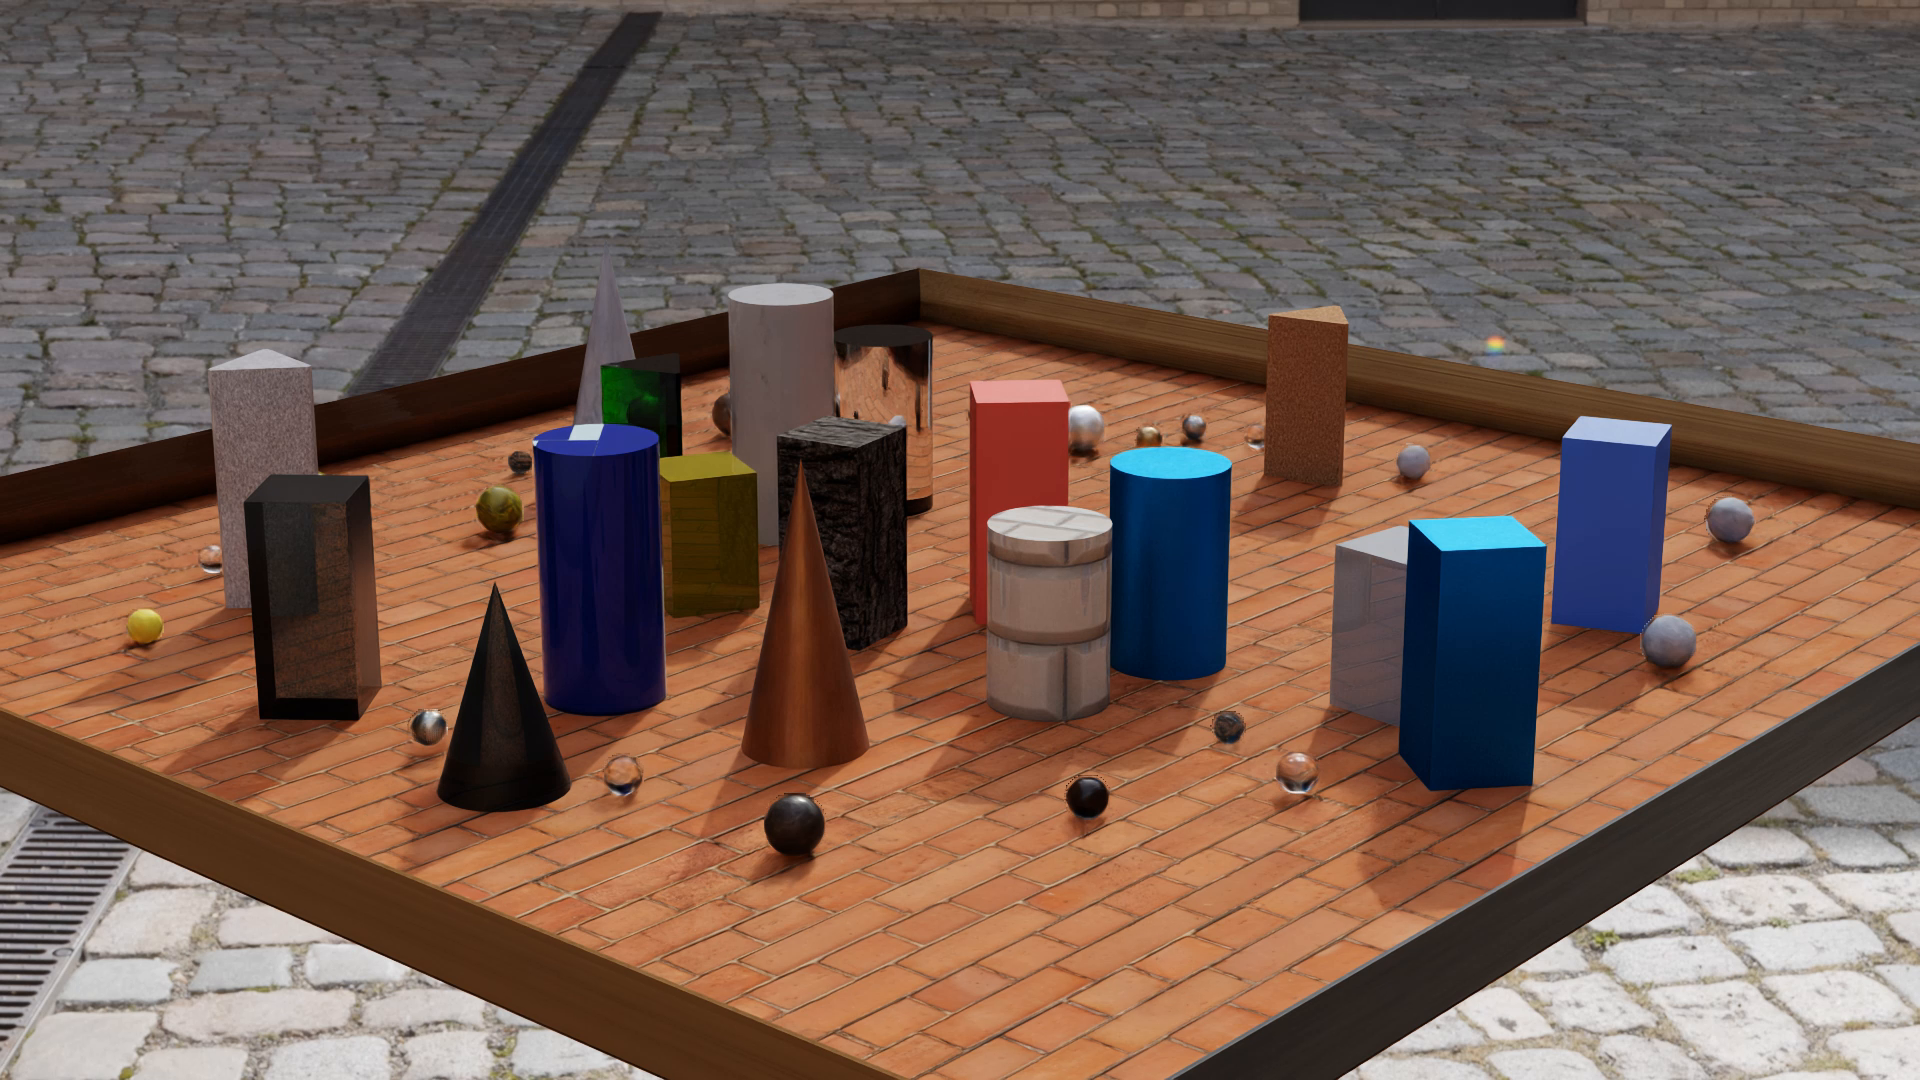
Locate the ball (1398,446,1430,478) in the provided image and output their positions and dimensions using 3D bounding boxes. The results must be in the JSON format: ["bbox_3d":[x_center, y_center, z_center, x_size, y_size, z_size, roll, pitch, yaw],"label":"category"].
[{"bbox_3d":[0.905,-0.156,5.846,0.067,0.067,0.067,0,17,0],"label":"ball"}]

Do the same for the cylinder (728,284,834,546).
[{"bbox_3d":[-0.329,-0.234,5.439,0.194,0.452,0.194,0,17,0],"label":"cylinder"}]

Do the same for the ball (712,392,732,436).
[{"bbox_3d":[-0.474,-0.265,6.162,0.094,0.094,0.094,0,17,0],"label":"ball"}]

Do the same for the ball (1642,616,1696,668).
[{"bbox_3d":[1.150,0.165,4.751,0.085,0.085,0.085,0,17,0],"label":"ball"}]

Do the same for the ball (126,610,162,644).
[{"bbox_3d":[-1.354,0.143,4.871,0.057,0.057,0.057,0,17,0],"label":"ball"}]

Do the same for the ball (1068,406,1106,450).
[{"bbox_3d":[0.253,-0.231,6.049,0.094,0.094,0.094,0,17,0],"label":"ball"}]

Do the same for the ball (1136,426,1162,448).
[{"bbox_3d":[0.389,-0.206,6.034,0.054,0.054,0.054,0,17,0],"label":"ball"}]

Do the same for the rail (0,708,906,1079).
[{"bbox_3d":[-1.040,0.377,3.974,3.063,0.126,0.045,14,22,39],"label":"rail"}]

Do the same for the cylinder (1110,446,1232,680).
[{"bbox_3d":[0.338,0.037,4.743,0.194,0.336,0.194,0,17,0],"label":"cylinder"}]

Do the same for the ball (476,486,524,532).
[{"bbox_3d":[-0.861,-0.057,5.484,0.088,0.088,0.088,0,17,0],"label":"ball"}]

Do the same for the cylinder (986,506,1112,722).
[{"bbox_3d":[0.139,0.113,4.568,0.194,0.291,0.194,0,17,0],"label":"cylinder"}]

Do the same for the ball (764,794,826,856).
[{"bbox_3d":[-0.226,0.390,4.008,0.084,0.084,0.084,0,17,0],"label":"ball"}]

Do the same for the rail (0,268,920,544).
[{"bbox_3d":[-1.138,-0.254,6.067,0.045,0.126,3.219,14,22,39],"label":"rail"}]

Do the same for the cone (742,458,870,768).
[{"bbox_3d":[-0.233,0.095,4.355,0.194,0.449,0.194,0,17,0],"label":"cone"}]

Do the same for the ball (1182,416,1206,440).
[{"bbox_3d":[0.489,-0.235,6.138,0.050,0.050,0.050,0,17,0],"label":"ball"}]

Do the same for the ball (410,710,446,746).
[{"bbox_3d":[-0.795,0.281,4.383,0.052,0.052,0.052,0,17,0],"label":"ball"}]

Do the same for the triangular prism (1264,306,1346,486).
[{"bbox_3d":[0.718,-0.294,5.851,0.168,0.328,0.145,10,19,29],"label":"triangular prism"}]

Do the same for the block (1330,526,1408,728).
[{"bbox_3d":[0.688,0.134,4.551,0.155,0.261,0.155,-15,22,-40],"label":"block"}]

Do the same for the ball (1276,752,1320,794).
[{"bbox_3d":[0.486,0.335,4.226,0.062,0.062,0.062,0,17,0],"label":"ball"}]

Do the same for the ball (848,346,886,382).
[{"bbox_3d":[-0.210,-0.397,6.616,0.084,0.084,0.084,0,17,0],"label":"ball"}]

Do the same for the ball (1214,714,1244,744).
[{"bbox_3d":[0.405,0.284,4.424,0.046,0.046,0.046,0,17,0],"label":"ball"}]

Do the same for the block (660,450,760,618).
[{"bbox_3d":[-0.447,-0.011,5.064,0.155,0.242,0.155,-7,18,-22],"label":"block"}]

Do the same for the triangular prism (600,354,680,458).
[{"bbox_3d":[-0.573,-0.200,5.607,0.168,0.291,0.145,7,18,22],"label":"triangular prism"}]

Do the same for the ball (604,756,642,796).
[{"bbox_3d":[-0.485,0.339,4.223,0.057,0.057,0.057,0,17,0],"label":"ball"}]

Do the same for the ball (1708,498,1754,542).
[{"bbox_3d":[1.425,-0.037,5.424,0.083,0.083,0.083,0,17,0],"label":"ball"}]

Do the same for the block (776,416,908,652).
[{"bbox_3d":[-0.195,-0.013,4.889,0.155,0.347,0.155,9,19,29],"label":"block"}]

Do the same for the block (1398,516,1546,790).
[{"bbox_3d":[0.744,0.164,4.274,0.155,0.363,0.155,-3,17,-8],"label":"block"}]

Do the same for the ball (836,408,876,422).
[{"bbox_3d":[-0.217,-0.224,6.022,0.097,0.097,0.097,0,17,0],"label":"ball"}]

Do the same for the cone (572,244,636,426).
[{"bbox_3d":[-0.705,-0.378,5.902,0.194,0.460,0.194,0,17,0],"label":"cone"}]

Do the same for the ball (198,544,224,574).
[{"bbox_3d":[-1.335,0.034,5.243,0.052,0.052,0.052,0,17,0],"label":"ball"}]

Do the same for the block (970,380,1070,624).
[{"bbox_3d":[0.099,-0.066,4.996,0.155,0.386,0.155,-1,17,-4],"label":"block"}]

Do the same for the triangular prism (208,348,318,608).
[{"bbox_3d":[-1.193,-0.109,5.077,0.168,0.422,0.145,-3,17,-9],"label":"triangular prism"}]

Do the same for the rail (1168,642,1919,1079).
[{"bbox_3d":[1.138,0.317,4.174,0.045,0.126,3.219,14,22,39],"label":"rail"}]

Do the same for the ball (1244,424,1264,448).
[{"bbox_3d":[0.615,-0.215,6.068,0.052,0.052,0.052,0,17,0],"label":"ball"}]

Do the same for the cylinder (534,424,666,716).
[{"bbox_3d":[-0.560,0.045,4.572,0.194,0.418,0.194,0,17,0],"label":"cylinder"}]

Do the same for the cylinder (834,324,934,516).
[{"bbox_3d":[-0.148,-0.229,5.626,0.194,0.335,0.194,0,17,0],"label":"cylinder"}]

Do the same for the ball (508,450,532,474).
[{"bbox_3d":[-0.881,-0.156,5.879,0.048,0.048,0.048,0,17,0],"label":"ball"}]

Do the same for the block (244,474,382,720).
[{"bbox_3d":[-1.001,0.088,4.549,0.155,0.349,0.155,1,17,2],"label":"block"}]

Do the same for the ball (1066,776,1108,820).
[{"bbox_3d":[0.180,0.364,4.136,0.060,0.060,0.060,0,17,0],"label":"ball"}]

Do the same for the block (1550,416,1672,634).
[{"bbox_3d":[1.104,-0.027,4.970,0.155,0.326,0.155,7,18,21],"label":"block"}]

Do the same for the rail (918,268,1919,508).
[{"bbox_3d":[1.040,-0.314,6.267,3.063,0.126,0.045,14,22,39],"label":"rail"}]

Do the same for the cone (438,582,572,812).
[{"bbox_3d":[-0.661,0.208,4.212,0.194,0.314,0.194,0,17,0],"label":"cone"}]

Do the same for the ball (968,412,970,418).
[{"bbox_3d":[0.041,-0.264,6.244,0.045,0.045,0.045,0,17,0],"label":"ball"}]
